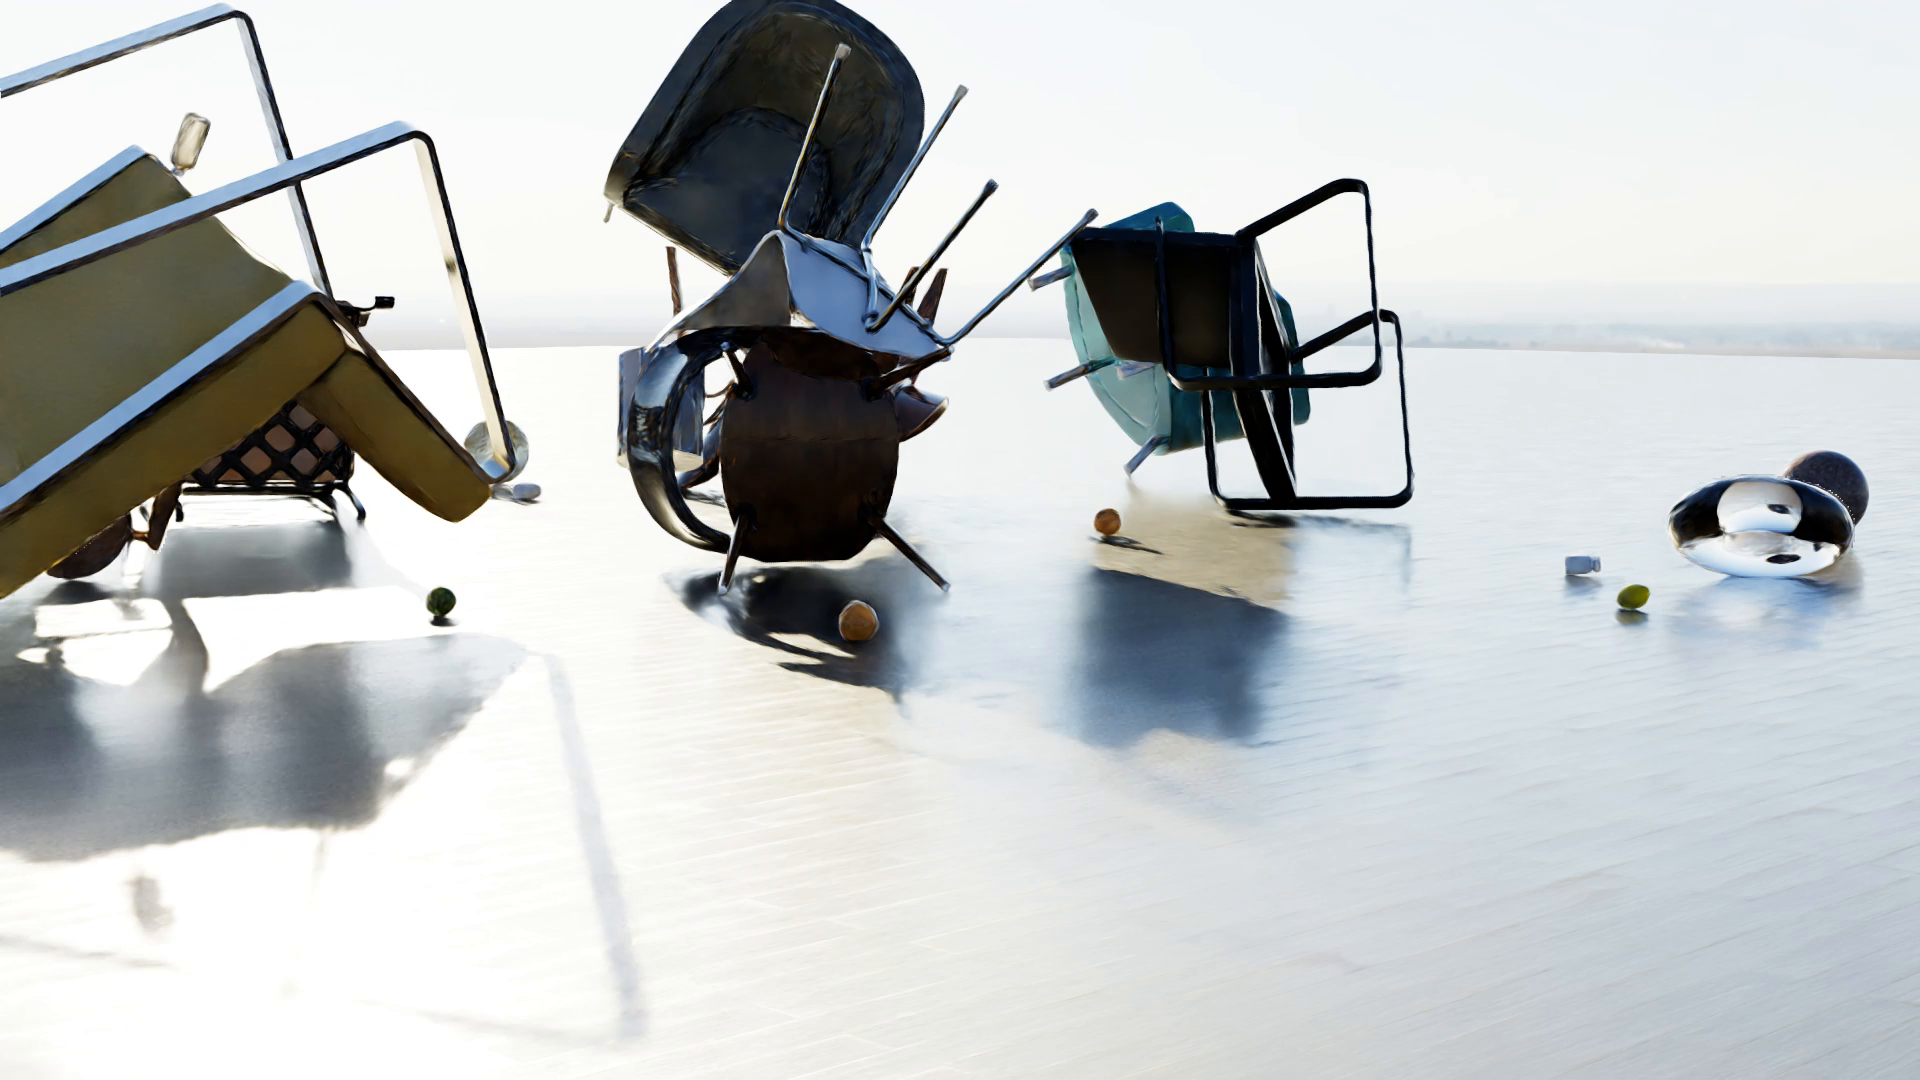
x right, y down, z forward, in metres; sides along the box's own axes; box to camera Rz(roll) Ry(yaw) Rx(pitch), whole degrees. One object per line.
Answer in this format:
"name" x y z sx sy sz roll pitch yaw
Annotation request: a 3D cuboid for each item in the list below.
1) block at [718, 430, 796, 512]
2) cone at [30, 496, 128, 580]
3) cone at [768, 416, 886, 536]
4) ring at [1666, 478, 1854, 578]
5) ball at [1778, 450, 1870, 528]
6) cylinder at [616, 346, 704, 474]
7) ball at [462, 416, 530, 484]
"block" -0.501 -0.185 6.971 0.229 0.143 0.174 -20 -15 28
"cone" -1.997 0.013 5.677 0.223 0.172 0.242 -14 16 45
"cone" -0.282 -0.104 6.019 0.277 0.297 0.123 23 -11 -32
"ring" 1.714 -0.024 5.503 0.397 0.113 0.370 18 -25 -23
"ball" 2.150 -0.113 6.404 0.227 0.227 0.227 0 6 0
"cylinder" -0.722 -0.312 6.181 0.211 0.253 0.255 1 -12 -6
"ball" -1.467 -0.283 8.115 0.213 0.213 0.213 0 6 0
